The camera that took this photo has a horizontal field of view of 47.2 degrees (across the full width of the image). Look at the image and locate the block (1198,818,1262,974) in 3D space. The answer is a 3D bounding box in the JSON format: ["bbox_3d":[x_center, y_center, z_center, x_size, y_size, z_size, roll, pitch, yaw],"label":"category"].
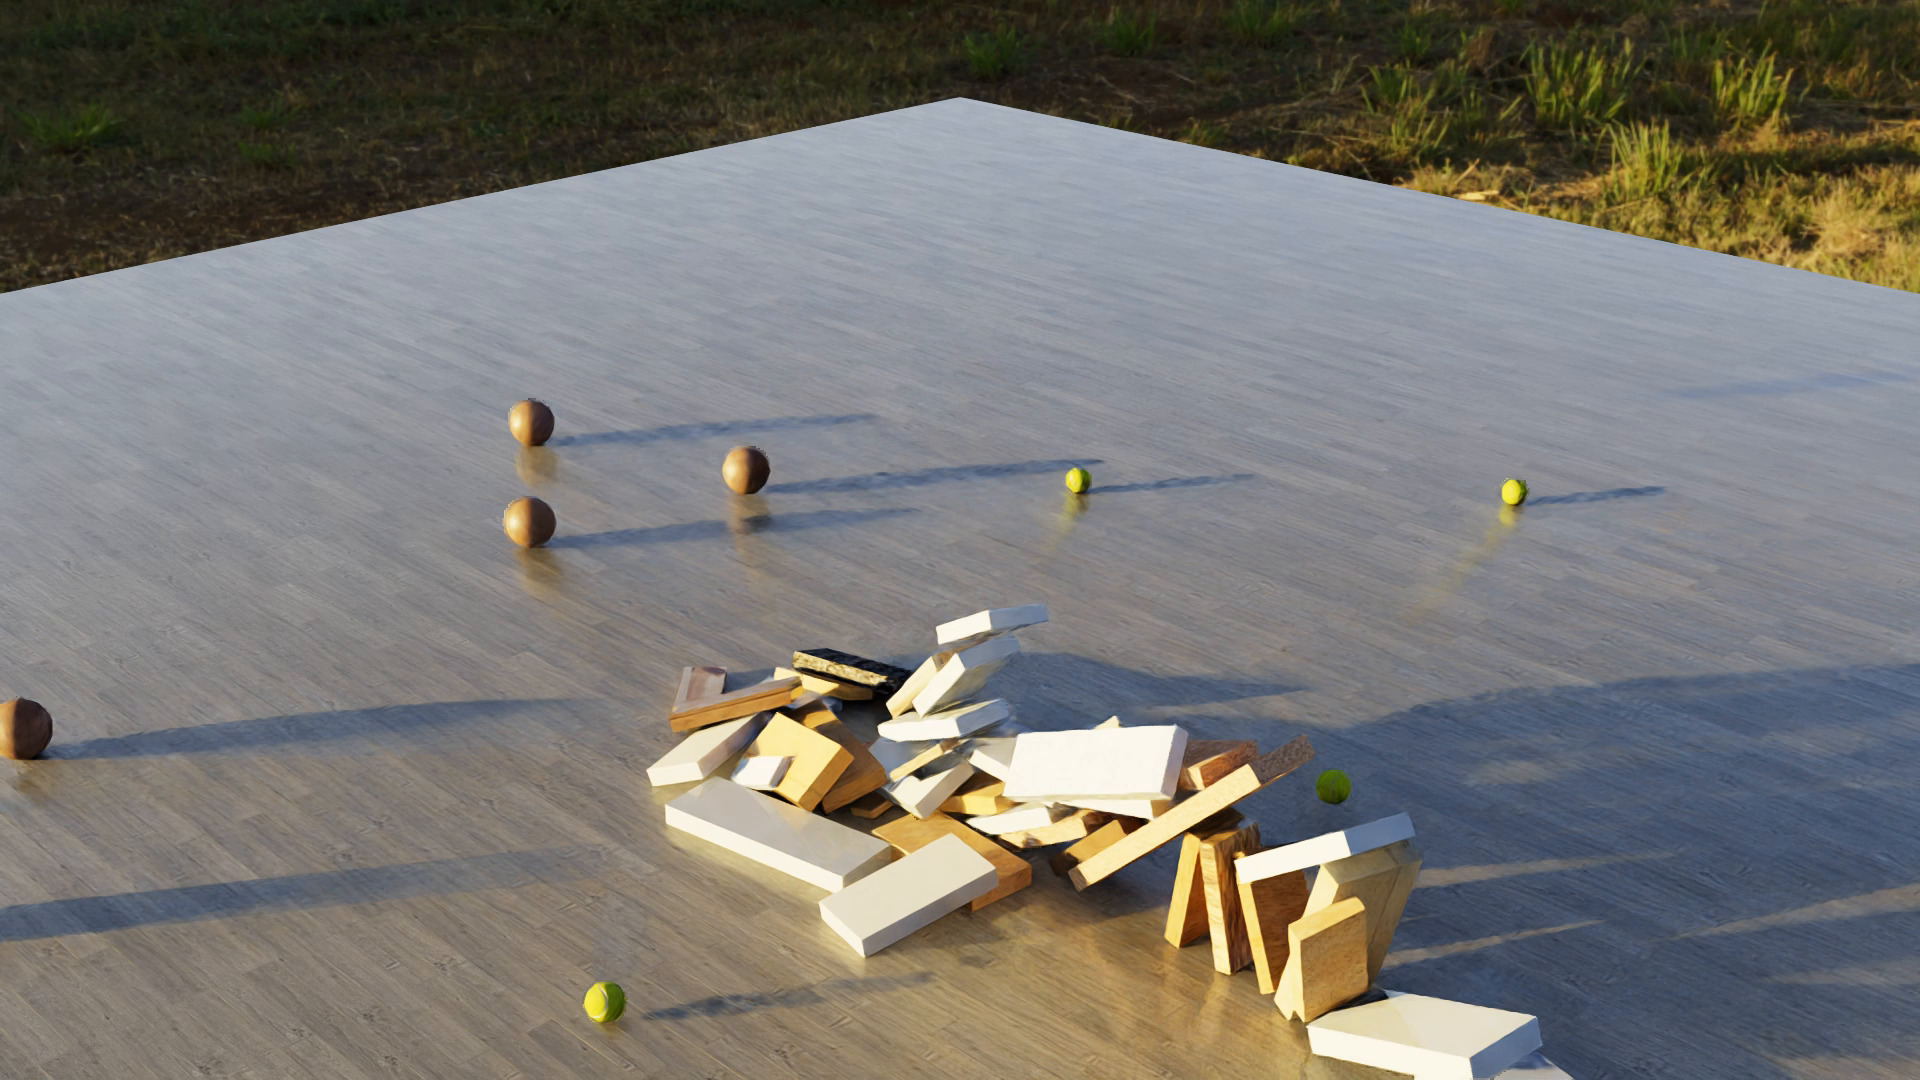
[{"bbox_3d":[0.496,0.637,3.939,0.124,0.248,0.035,-20,17,-39],"label":"block"}]

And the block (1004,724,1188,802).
[{"bbox_3d":[0.244,0.412,4.031,0.035,0.125,0.421,29,-23,-34],"label":"block"}]

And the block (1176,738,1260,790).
[{"bbox_3d":[0.386,0.409,4.009,0.149,0.042,0.299,-21,8,-38],"label":"block"}]

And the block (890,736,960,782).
[{"bbox_3d":[-0.071,0.432,4.350,0.136,0.019,0.068,-33,-6,31],"label":"block"}]

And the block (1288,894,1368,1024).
[{"bbox_3d":[0.619,0.703,3.688,0.125,0.250,0.035,-24,46,-11],"label":"block"}]

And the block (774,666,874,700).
[{"bbox_3d":[-0.305,0.320,4.925,0.200,0.028,0.100,13,5,29],"label":"block"}]

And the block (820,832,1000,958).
[{"bbox_3d":[-0.094,0.658,4.089,0.300,0.042,0.150,-24,33,-26],"label":"block"}]

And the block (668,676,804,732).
[{"bbox_3d":[-0.480,0.352,4.738,0.268,0.038,0.134,-14,5,9],"label":"block"}]

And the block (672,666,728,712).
[{"bbox_3d":[-0.580,0.341,4.921,0.100,0.028,0.200,0,23,0],"label":"block"}]

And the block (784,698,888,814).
[{"bbox_3d":[-0.286,0.444,4.572,0.142,0.040,0.394,-25,25,-14],"label":"block"}]

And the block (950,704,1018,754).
[{"bbox_3d":[-0.003,0.419,4.504,0.296,0.019,0.068,-35,0,36],"label":"block"}]

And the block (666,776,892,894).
[{"bbox_3d":[-0.362,0.579,4.341,0.457,0.042,0.150,16,28,33],"label":"block"}]

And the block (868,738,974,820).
[{"bbox_3d":[-0.101,0.466,4.460,0.142,0.040,0.283,-42,28,-16],"label":"block"}]

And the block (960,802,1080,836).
[{"bbox_3d":[0.131,0.532,4.307,0.128,0.036,0.257,-22,3,-42],"label":"block"}]

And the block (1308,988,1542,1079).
[{"bbox_3d":[0.762,0.816,3.627,0.174,0.049,0.347,-18,9,-36],"label":"block"}]

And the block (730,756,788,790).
[{"bbox_3d":[-0.412,0.475,4.480,0.136,0.019,0.068,-7,46,46],"label":"block"}]

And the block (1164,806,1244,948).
[{"bbox_3d":[0.444,0.613,3.996,0.124,0.248,0.035,-20,39,-39],"label":"block"}]

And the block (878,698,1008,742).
[{"bbox_3d":[-0.036,0.362,4.417,0.131,0.037,0.262,-19,5,-38],"label":"block"}]

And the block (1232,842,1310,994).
[{"bbox_3d":[0.564,0.666,3.886,0.124,0.248,0.035,-4,-14,-32],"label":"block"}]

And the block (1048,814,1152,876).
[{"bbox_3d":[0.285,0.562,4.172,0.129,0.036,0.257,-20,-13,-36],"label":"block"}]

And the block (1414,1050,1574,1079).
[{"bbox_3d":[0.919,0.913,3.546,0.174,0.049,0.347,-13,26,-28],"label":"block"}]

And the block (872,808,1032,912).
[{"bbox_3d":[-0.018,0.614,4.260,0.150,0.042,0.300,-18,29,-37],"label":"block"}]

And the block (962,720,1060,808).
[{"bbox_3d":[0.138,0.434,4.283,0.128,0.036,0.256,-22,31,-36],"label":"block"}]

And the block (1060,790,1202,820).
[{"bbox_3d":[0.314,0.465,4.094,0.129,0.036,0.257,-21,14,-36],"label":"block"}]

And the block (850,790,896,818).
[{"bbox_3d":[-0.164,0.531,4.474,0.058,0.016,0.116,4,21,36],"label":"block"}]

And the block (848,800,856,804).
[{"bbox_3d":[-0.264,0.516,4.503,0.058,0.016,0.116,-17,22,-26],"label":"block"}]

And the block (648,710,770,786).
[{"bbox_3d":[-0.526,0.435,4.629,0.134,0.038,0.268,-12,15,32],"label":"block"}]

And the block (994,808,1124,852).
[{"bbox_3d":[0.197,0.550,4.257,0.129,0.036,0.257,-22,1,-42],"label":"block"}]

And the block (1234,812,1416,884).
[{"bbox_3d":[0.621,0.528,3.763,0.149,0.042,0.299,-10,-11,-33],"label":"block"}]

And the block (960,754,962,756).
[{"bbox_3d":[-0.035,0.472,4.537,0.116,0.016,0.058,-32,-4,41],"label":"block"}]

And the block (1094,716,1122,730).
[{"bbox_3d":[0.258,0.382,4.138,0.112,0.016,0.056,-35,37,17],"label":"block"}]

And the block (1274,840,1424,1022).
[{"bbox_3d":[0.659,0.666,3.747,0.174,0.347,0.049,-12,43,-25],"label":"block"}]

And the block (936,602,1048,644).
[{"bbox_3d":[0.062,0.166,4.348,0.125,0.035,0.250,-7,-6,-25],"label":"block"}]

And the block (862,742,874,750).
[{"bbox_3d":[-0.180,0.455,4.636,0.049,0.014,0.097,-7,24,-15],"label":"block"}]

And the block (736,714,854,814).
[{"bbox_3d":[-0.340,0.452,4.483,0.142,0.040,0.283,-51,31,-13],"label":"block"}]

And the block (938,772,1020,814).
[{"bbox_3d":[0.025,0.506,4.415,0.128,0.036,0.256,-22,12,-42],"label":"block"}]

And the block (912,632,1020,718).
[{"bbox_3d":[0.011,0.266,4.333,0.131,0.262,0.037,-20,74,-29],"label":"block"}]

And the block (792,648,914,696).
[{"bbox_3d":[-0.229,0.296,4.960,0.268,0.038,0.134,13,7,29],"label":"block"}]

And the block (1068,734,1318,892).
[{"bbox_3d":[0.409,0.499,3.972,0.149,0.042,0.593,-21,-13,-38],"label":"block"}]

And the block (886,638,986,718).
[{"bbox_3d":[-0.043,0.284,4.476,0.131,0.262,0.037,-17,73,-29],"label":"block"}]

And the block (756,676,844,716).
[{"bbox_3d":[-0.370,0.358,4.881,0.200,0.028,0.100,13,26,28],"label":"block"}]
